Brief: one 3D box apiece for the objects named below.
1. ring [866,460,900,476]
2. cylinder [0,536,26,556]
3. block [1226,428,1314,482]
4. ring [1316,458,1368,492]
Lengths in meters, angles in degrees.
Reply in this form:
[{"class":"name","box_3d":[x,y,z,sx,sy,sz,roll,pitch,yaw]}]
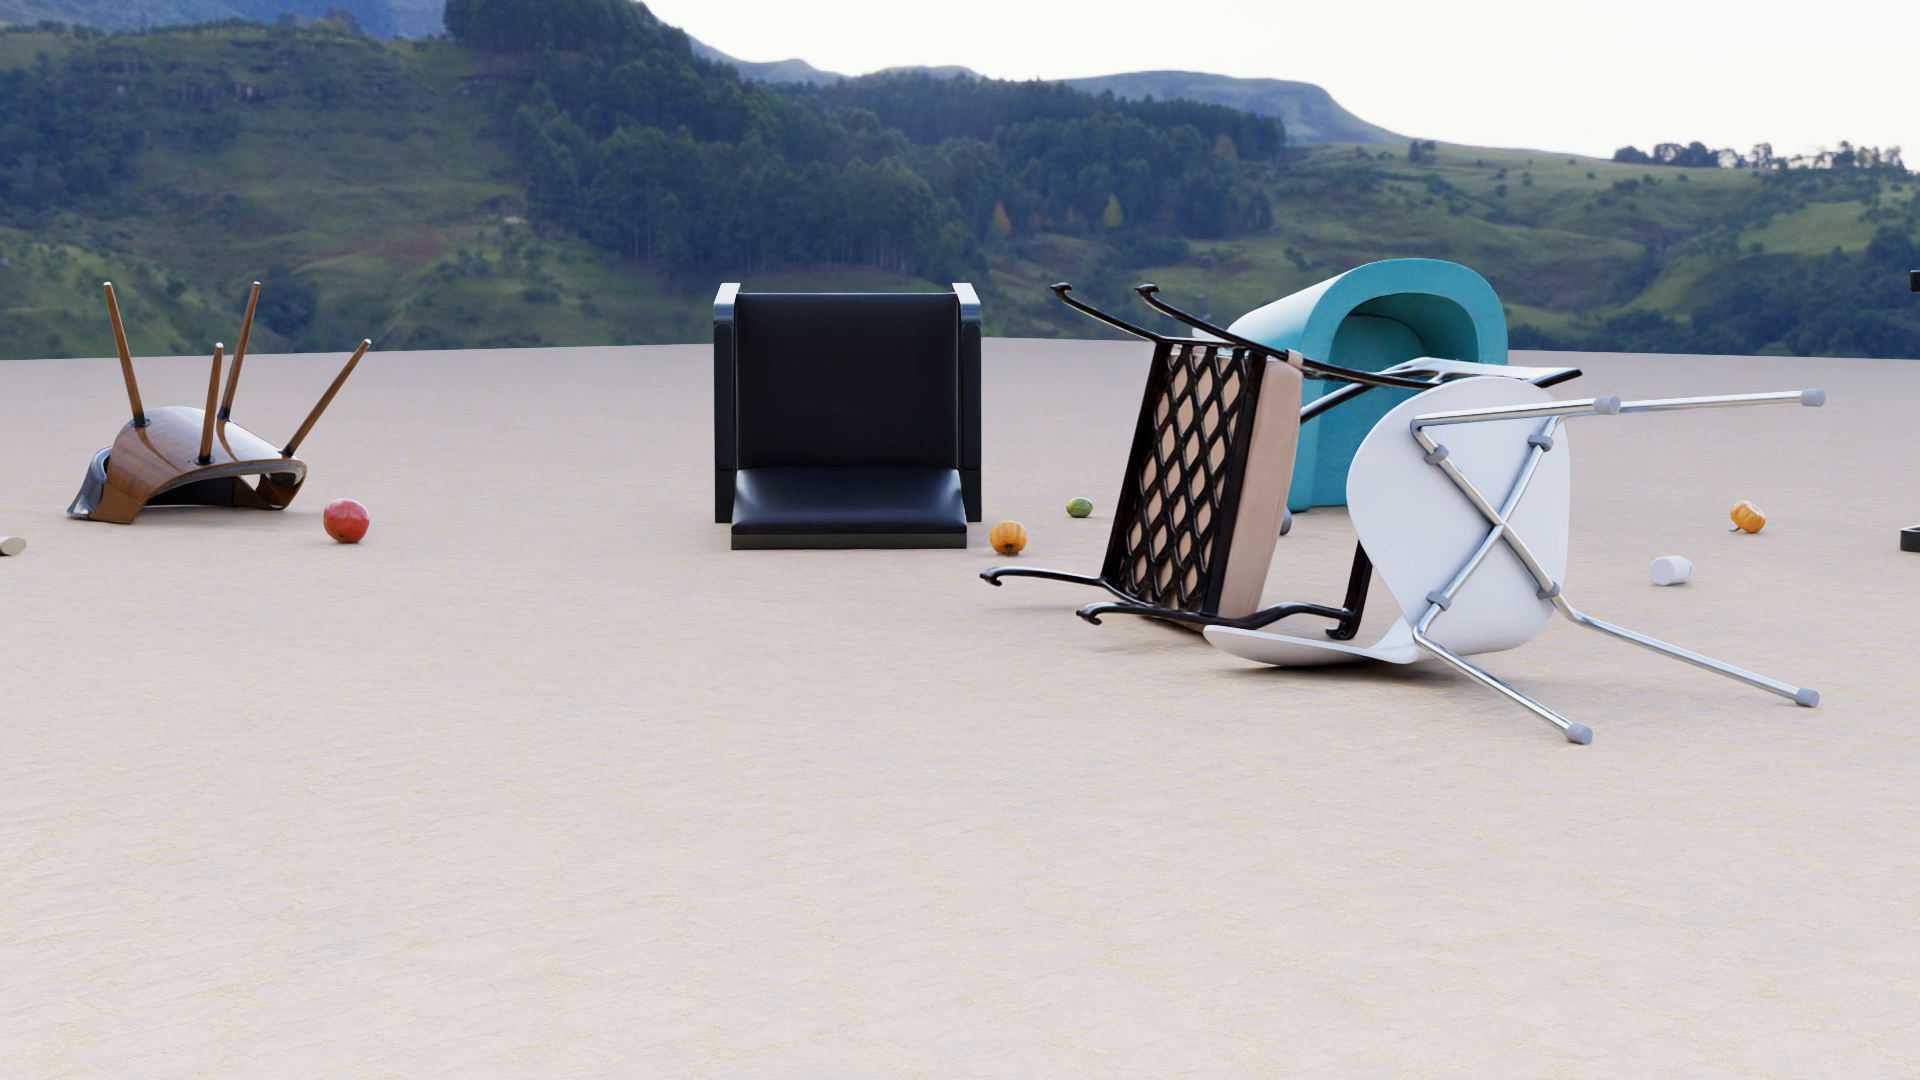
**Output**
[{"class":"ring","box_3d":[-0.257,-0.237,8.528,0.108,0.039,0.264,0,6,8]},{"class":"cylinder","box_3d":[-2.284,0.013,6.082,0.098,0.042,0.091,12,5,14]},{"class":"block","box_3d":[1.003,-0.275,8.297,0.239,0.161,0.173,3,6,25]},{"class":"ring","box_3d":[1.183,-0.202,7.933,0.118,0.093,0.286,2,7,32]}]
